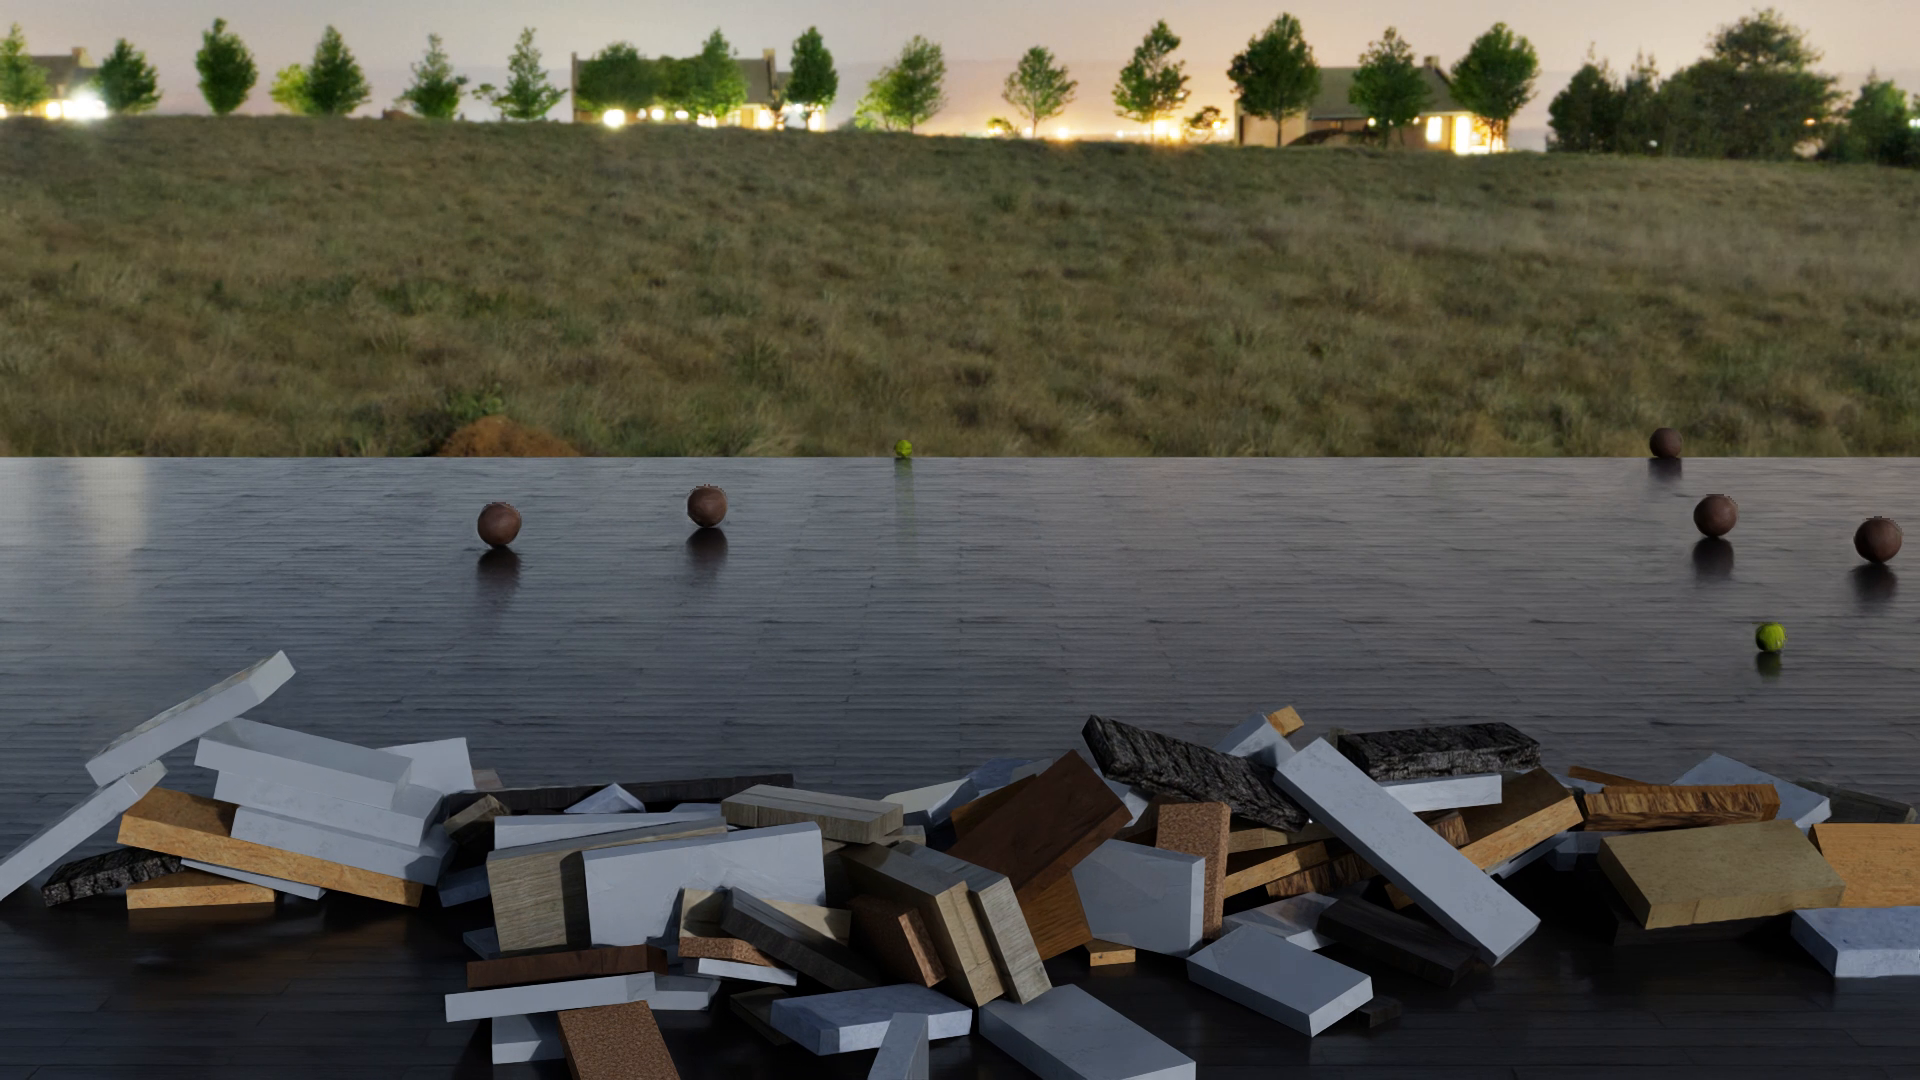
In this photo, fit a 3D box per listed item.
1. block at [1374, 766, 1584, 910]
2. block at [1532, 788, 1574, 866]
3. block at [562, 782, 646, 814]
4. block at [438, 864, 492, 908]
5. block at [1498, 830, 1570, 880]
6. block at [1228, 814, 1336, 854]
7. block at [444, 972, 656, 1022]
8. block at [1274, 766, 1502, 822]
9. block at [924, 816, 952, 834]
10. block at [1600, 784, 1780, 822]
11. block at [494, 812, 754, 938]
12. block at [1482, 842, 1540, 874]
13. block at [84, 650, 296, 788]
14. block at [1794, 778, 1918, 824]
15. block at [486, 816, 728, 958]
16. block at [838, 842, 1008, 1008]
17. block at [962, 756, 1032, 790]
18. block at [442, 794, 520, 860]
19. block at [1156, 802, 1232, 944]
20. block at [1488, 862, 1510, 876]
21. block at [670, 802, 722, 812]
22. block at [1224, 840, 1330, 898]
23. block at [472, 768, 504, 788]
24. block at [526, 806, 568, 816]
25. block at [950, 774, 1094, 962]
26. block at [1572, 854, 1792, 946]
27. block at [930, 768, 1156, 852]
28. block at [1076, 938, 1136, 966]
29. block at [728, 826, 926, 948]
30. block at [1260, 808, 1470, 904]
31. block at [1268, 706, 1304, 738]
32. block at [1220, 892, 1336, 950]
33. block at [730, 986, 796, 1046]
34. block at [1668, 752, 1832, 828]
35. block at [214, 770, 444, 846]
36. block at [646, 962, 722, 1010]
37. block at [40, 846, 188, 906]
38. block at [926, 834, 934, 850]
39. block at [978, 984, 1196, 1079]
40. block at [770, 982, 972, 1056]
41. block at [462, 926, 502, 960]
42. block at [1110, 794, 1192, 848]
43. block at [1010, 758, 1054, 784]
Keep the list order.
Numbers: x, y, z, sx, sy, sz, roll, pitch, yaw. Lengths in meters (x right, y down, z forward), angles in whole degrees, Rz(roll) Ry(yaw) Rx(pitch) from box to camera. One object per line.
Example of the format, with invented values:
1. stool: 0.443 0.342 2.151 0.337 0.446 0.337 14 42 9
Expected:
1. block: 0.848 0.494 3.658 0.338 0.048 0.169 -26 10 3
2. block: 1.027 0.497 3.810 0.065 0.130 0.018 -6 16 -26
3. block: -0.643 0.487 3.758 0.194 0.092 0.026 -29 51 11
4. block: -0.756 0.556 3.641 0.195 0.028 0.098 -15 10 1
5. block: 0.950 0.510 3.660 0.130 0.018 0.065 -37 10 17
6. block: 0.501 0.473 3.640 0.241 0.034 0.121 -8 10 -3
7. block: -0.572 0.639 3.081 0.260 0.037 0.130 -8 -10 8
8. block: 0.708 0.408 3.665 0.337 0.048 0.169 -4 10 -13
9. block: -0.067 0.472 3.624 0.144 0.020 0.072 -25 6 6
10. block: 1.248 0.489 3.810 0.299 0.149 0.042 -1 45 -3
11. block: -0.486 0.524 3.466 0.485 0.180 0.051 0 9 -13
12. block: 0.907 0.506 3.639 0.130 0.018 0.065 -29 11 -10
13. block: -1.271 0.294 3.638 0.320 0.045 0.160 -27 11 9
14. block: 1.563 0.498 3.889 0.216 0.108 0.031 13 -25 51
15. block: -0.522 0.539 3.338 0.360 0.180 0.051 -8 10 -6
16. block: -0.059 0.557 3.232 0.050 0.176 0.353 -26 13 -22
17. block: 0.076 0.468 4.240 0.112 0.032 0.223 5 11 23
18. block: -0.791 0.493 3.725 0.092 0.026 0.184 -32 -29 0
19. block: 0.359 0.522 3.444 0.110 0.220 0.031 -7 -28 30
20. block: 0.846 0.552 3.665 0.130 0.018 0.065 -26 11 5
21. block: -0.380 0.472 3.644 0.228 0.032 0.114 -1 11 17
22. block: 0.478 0.537 3.640 0.241 0.034 0.121 -20 11 -2
23. block: -1.020 0.486 4.108 0.319 0.045 0.159 -4 11 -20
24. block: -0.647 0.507 3.709 0.195 0.098 0.028 14 39 -26
25. block: 0.091 0.513 3.381 0.149 0.042 0.299 -25 45 7
26. block: 1.174 0.566 3.515 0.336 0.048 0.168 -2 31 -9
27. block: 0.141 0.441 3.604 0.347 0.049 0.173 -14 11 24
28. block: 0.216 0.625 3.425 0.072 0.020 0.143 -3 11 -14
29. block: -0.235 0.543 3.424 0.360 0.180 0.051 -1 10 -5
30. block: 0.659 0.511 3.661 0.338 0.048 0.169 -20 11 1
31. block: 0.461 0.399 3.836 0.292 0.041 0.146 -40 -12 15
32. block: 0.531 0.603 3.449 0.121 0.034 0.242 11 10 43
33. block: -0.262 0.678 3.139 0.075 0.021 0.150 -6 12 -31
34. block: 1.419 0.470 3.965 0.129 0.036 0.257 -29 26 -20
35. block: -1.045 0.424 3.658 0.338 0.048 0.169 14 8 -5
36. block: -0.407 0.648 3.279 0.099 0.028 0.199 1 11 4
37. block: -1.396 0.546 3.665 0.231 0.033 0.116 -15 12 -3
38. block: -0.147 0.533 3.665 0.237 0.034 0.118 -18 10 9
39. block: 0.169 0.692 3.001 0.155 0.044 0.310 -6 12 -28
40. block: -0.123 0.667 3.071 0.253 0.036 0.126 1 8 -36
41. block: -0.728 0.629 3.420 0.053 0.015 0.105 -7 13 -33
42. block: 0.250 0.500 3.642 0.347 0.049 0.173 -23 9 7
43. block: 0.120 0.402 3.655 0.072 0.020 0.144 -16 10 9
